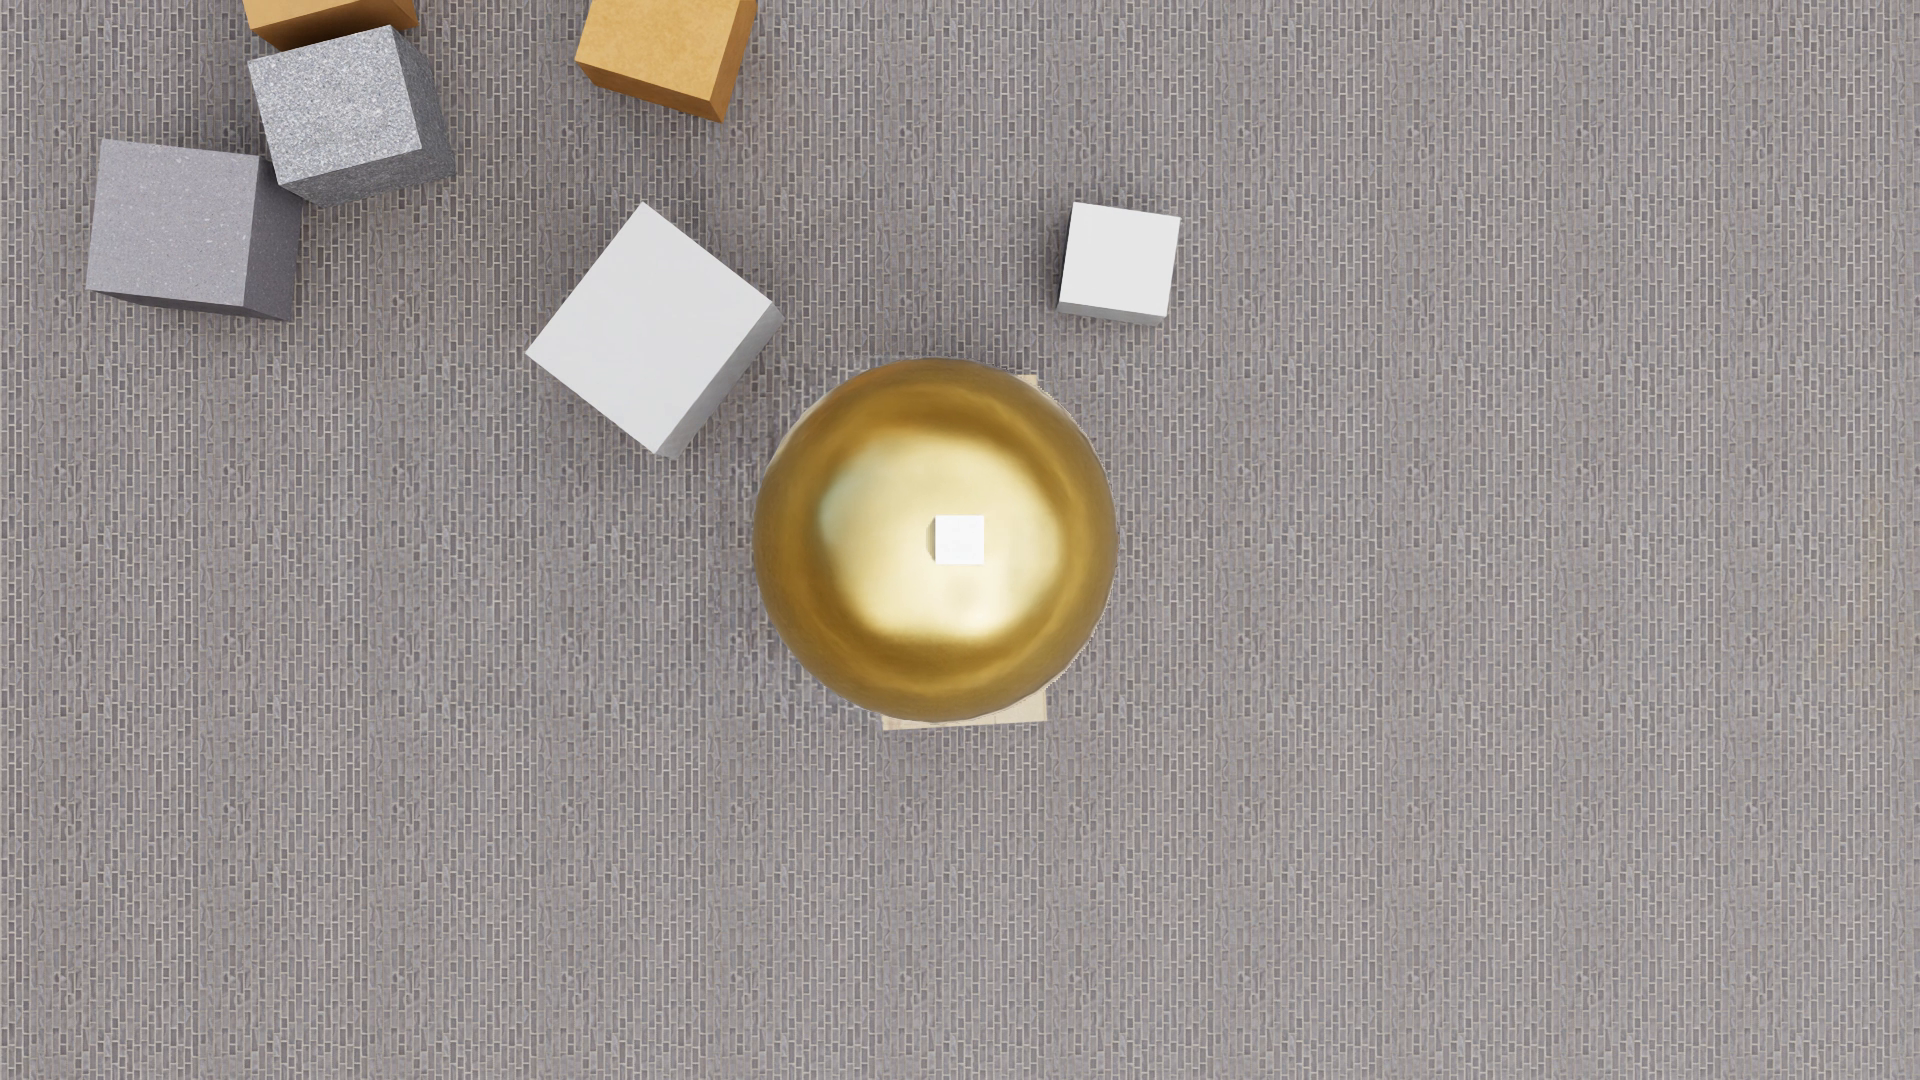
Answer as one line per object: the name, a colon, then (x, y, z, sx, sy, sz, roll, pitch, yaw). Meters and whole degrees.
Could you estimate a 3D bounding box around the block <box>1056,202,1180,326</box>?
block: (0.903, -1.586, 12.712, 0.609, 0.577, 0.566, 8, 90, 0)

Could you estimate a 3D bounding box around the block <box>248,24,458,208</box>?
block: (-3.451, -2.401, 12.566, 0.816, 0.868, 0.706, -14, 90, 0)

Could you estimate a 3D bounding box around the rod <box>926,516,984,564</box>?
rod: (-0.047, 0.000, 6.213, 0.080, 5.200, 0.080, 0, 90, -1)

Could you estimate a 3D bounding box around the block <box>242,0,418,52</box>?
block: (-3.672, -3.313, 12.614, 0.776, 0.773, 0.773, -15, 90, 0)

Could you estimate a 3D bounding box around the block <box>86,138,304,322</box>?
block: (-4.350, -1.753, 12.572, 0.874, 0.856, 0.837, 6, 90, 0)

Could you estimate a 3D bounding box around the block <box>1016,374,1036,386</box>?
block: (-0.007, -0.476, 12.548, 0.857, 0.905, 0.865, 0, 90, 0)

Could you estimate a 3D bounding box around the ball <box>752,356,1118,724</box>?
ball: (-0.109, 0.000, 9.612, 1.600, 1.600, 1.600, 0, 90, 0)

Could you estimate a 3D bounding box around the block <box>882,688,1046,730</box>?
block: (0.003, 0.546, 11.479, 0.828, 0.784, 0.780, -3, 90, 0)

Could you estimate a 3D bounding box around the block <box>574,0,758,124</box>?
block: (-1.677, -2.919, 12.657, 0.790, 0.686, 0.723, 17, 90, 0)

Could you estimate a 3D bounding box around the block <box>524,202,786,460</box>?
block: (-1.709, -1.165, 12.532, 0.900, 0.936, 1.054, 38, 90, 0)
